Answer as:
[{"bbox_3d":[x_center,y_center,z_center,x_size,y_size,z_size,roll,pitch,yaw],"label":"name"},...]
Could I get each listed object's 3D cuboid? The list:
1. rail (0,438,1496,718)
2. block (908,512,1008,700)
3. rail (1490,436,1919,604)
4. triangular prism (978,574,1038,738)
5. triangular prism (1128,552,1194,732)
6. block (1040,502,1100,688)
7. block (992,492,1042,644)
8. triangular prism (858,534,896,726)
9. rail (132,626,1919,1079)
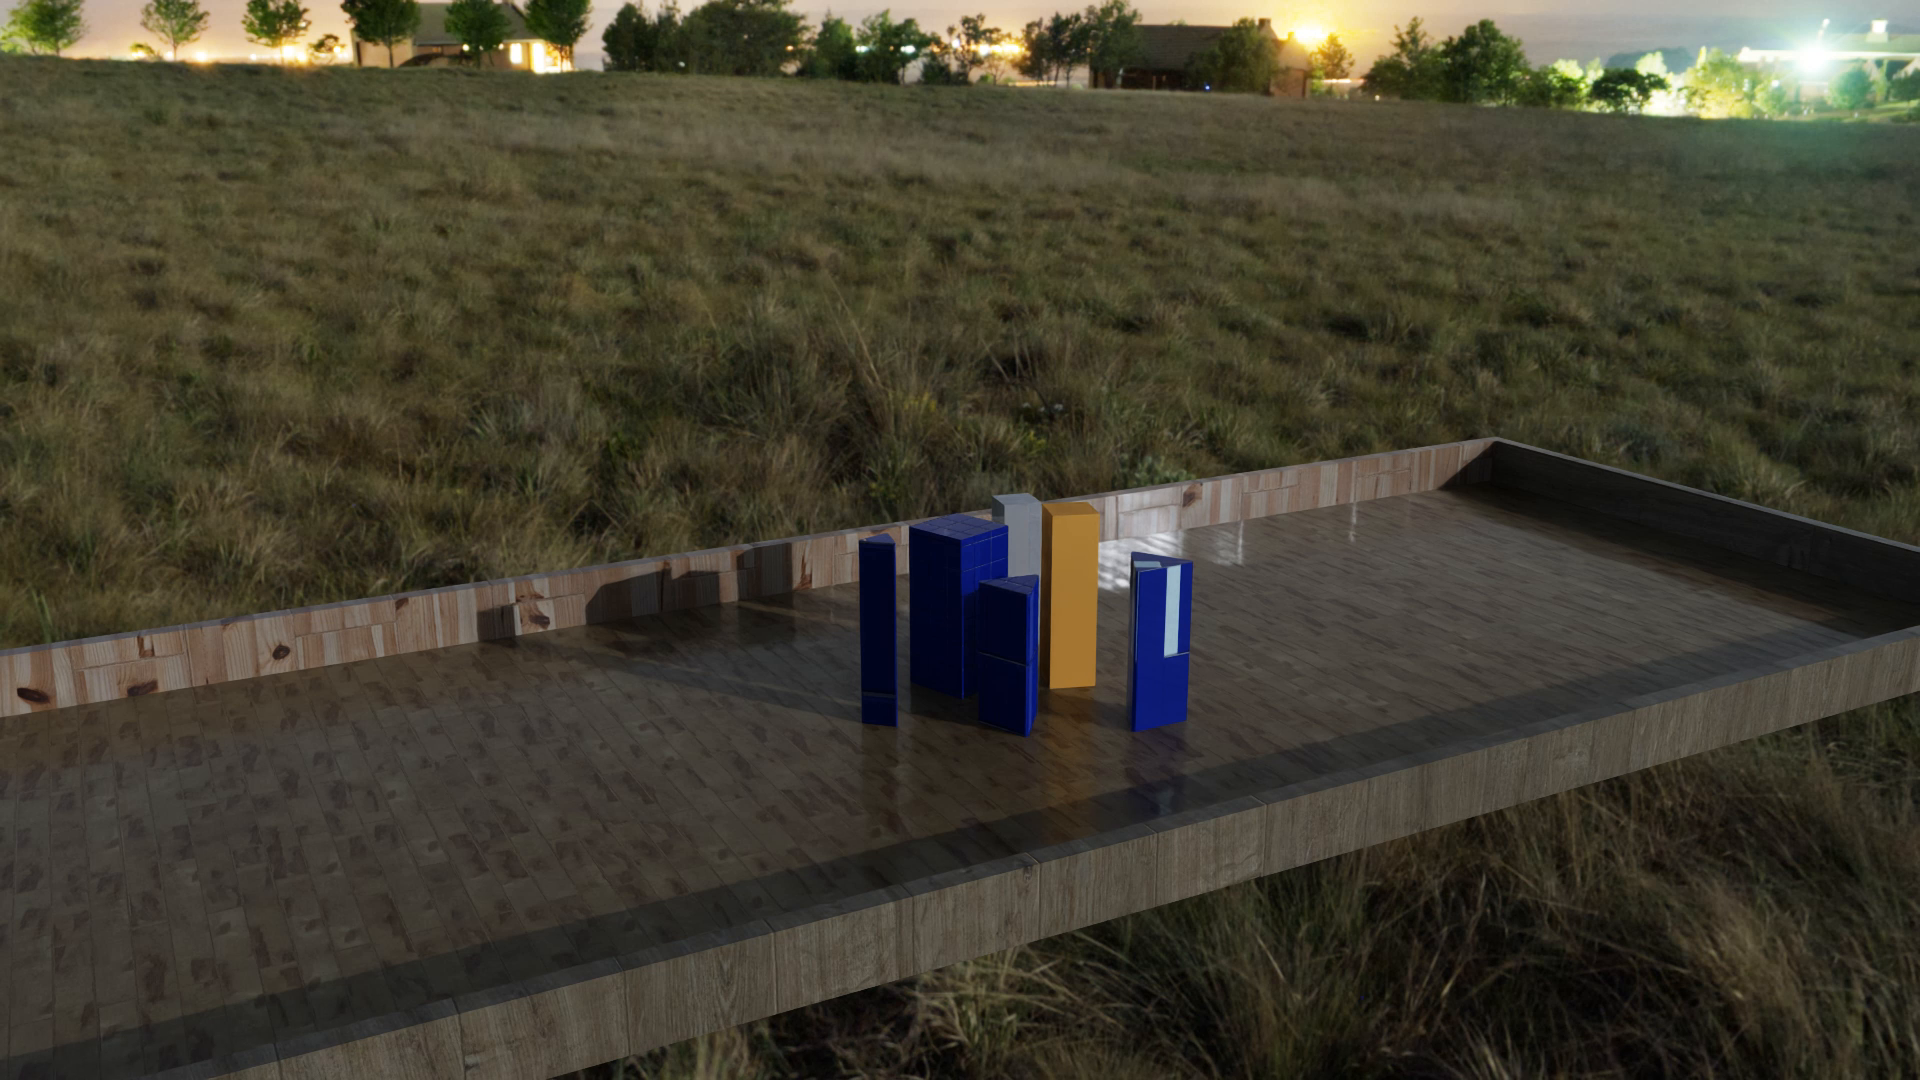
[{"bbox_3d":[-3.305,0.497,3.399,12.000,0.150,0.050,-9,18,-27],"label":"rail"},{"bbox_3d":[-0.003,0.160,4.090,0.172,0.406,0.172,14,22,40],"label":"block"},{"bbox_3d":[2.466,-0.048,5.253,0.050,0.150,2.100,-9,18,-27],"label":"rail"},{"bbox_3d":[0.140,0.261,3.848,0.146,0.348,0.126,13,21,38],"label":"triangular prism"},{"bbox_3d":[0.437,0.231,3.872,0.154,0.392,0.133,-9,19,-28],"label":"triangular prism"},{"bbox_3d":[0.270,0.137,4.099,0.116,0.445,0.116,-3,17,-10],"label":"block"},{"bbox_3d":[0.148,0.081,4.383,0.102,0.393,0.102,-5,17,-17],"label":"block"},{"bbox_3d":[-0.180,0.209,3.849,0.087,0.448,0.075,5,17,15],"label":"triangular prism"},{"bbox_3d":[-2.336,1.006,1.665,12.000,0.150,0.050,-9,18,-27],"label":"rail"}]
